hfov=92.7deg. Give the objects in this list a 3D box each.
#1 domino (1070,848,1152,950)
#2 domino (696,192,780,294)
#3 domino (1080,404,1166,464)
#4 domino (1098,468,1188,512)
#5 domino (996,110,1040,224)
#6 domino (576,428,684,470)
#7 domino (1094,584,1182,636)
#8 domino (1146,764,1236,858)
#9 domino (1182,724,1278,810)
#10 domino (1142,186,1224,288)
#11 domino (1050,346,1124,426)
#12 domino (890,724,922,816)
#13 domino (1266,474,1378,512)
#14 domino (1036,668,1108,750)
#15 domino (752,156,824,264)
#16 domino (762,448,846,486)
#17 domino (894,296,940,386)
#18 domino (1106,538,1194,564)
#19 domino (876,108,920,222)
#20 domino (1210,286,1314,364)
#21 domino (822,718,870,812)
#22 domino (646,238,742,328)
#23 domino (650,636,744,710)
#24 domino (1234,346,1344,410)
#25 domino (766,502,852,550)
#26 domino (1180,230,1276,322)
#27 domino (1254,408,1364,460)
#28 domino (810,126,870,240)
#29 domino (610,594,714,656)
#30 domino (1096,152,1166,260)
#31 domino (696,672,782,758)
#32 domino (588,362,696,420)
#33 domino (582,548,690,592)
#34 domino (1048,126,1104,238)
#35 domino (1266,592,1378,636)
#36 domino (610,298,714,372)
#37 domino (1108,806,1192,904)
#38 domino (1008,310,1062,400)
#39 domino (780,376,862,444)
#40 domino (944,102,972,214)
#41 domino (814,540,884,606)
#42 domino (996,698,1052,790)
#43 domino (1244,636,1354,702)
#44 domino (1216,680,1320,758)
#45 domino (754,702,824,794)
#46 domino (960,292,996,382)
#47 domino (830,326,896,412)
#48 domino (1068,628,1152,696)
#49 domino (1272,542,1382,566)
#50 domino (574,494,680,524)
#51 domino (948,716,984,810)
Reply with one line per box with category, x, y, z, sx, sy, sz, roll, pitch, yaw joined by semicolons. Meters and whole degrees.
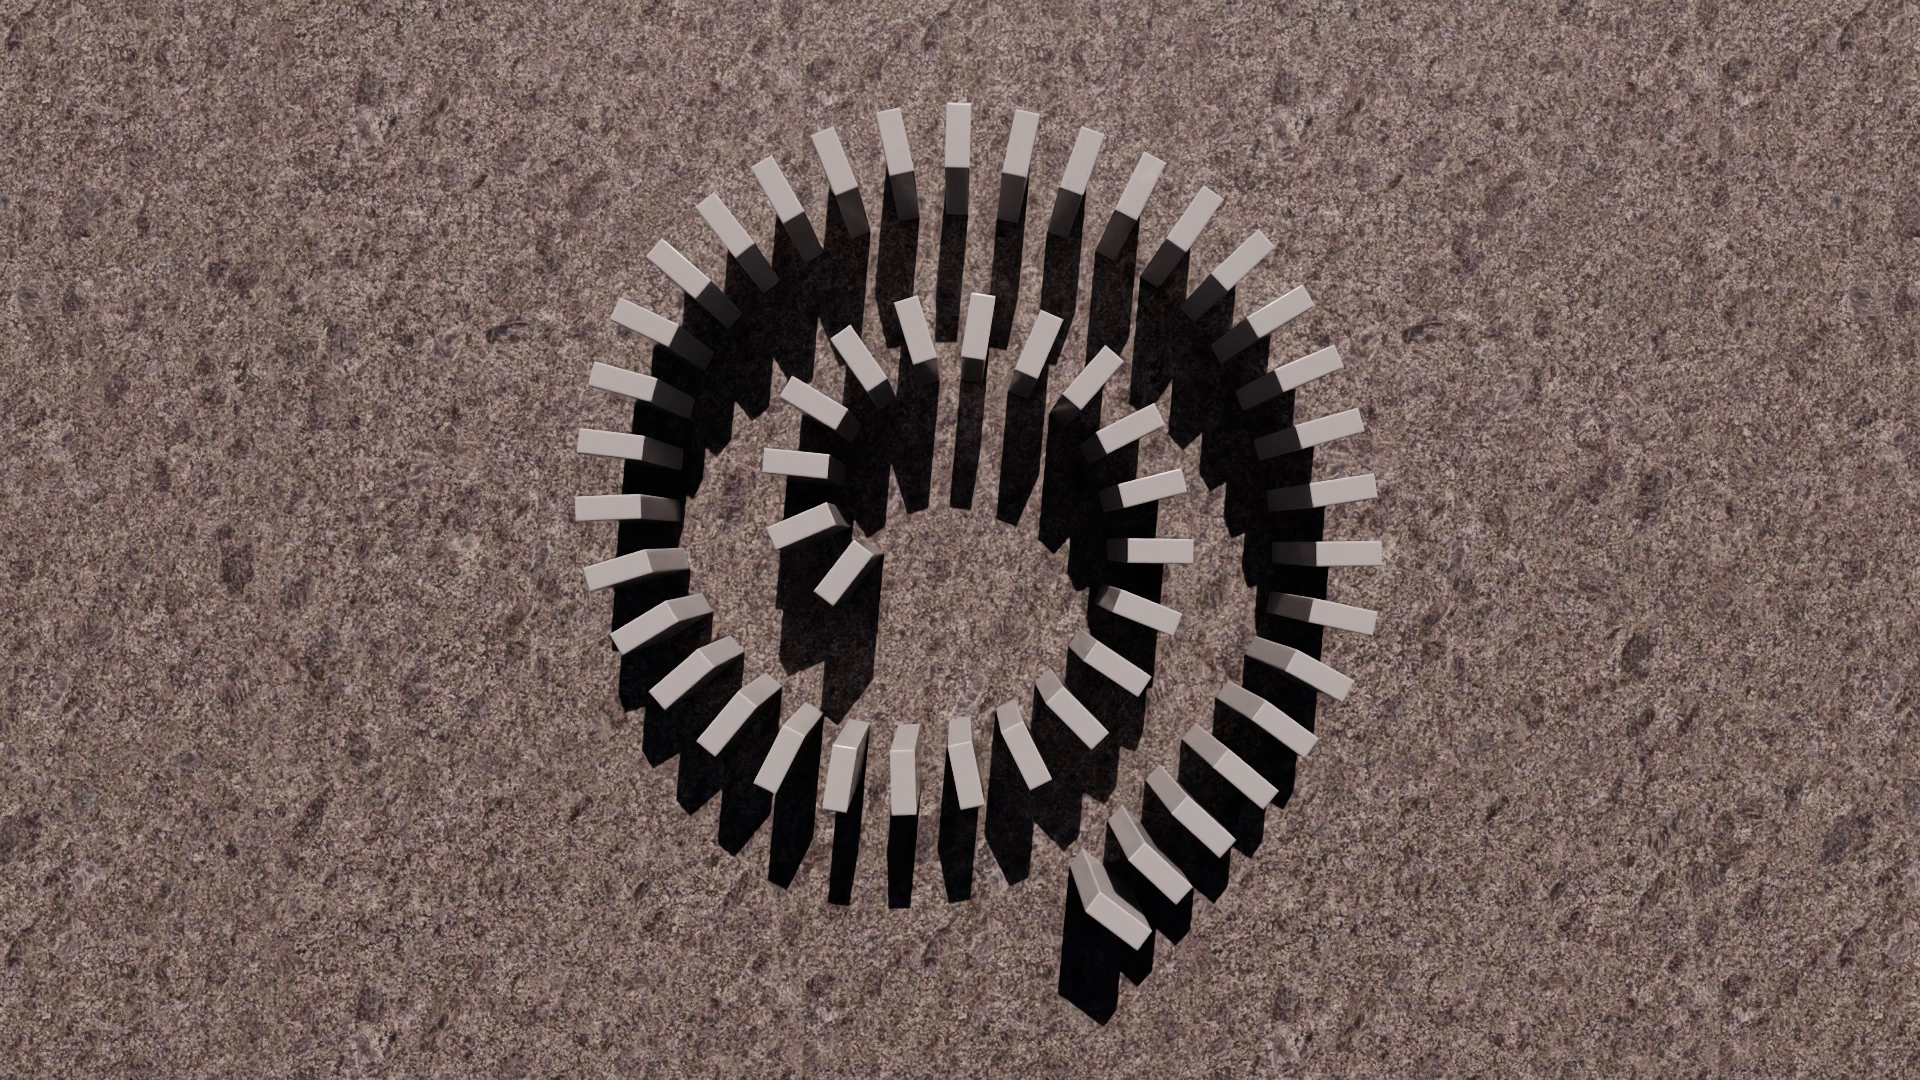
domino;0.061;0.146;0.375;0.025;0.050;0.009;37;90;0
domino;-0.090;-0.120;0.375;0.009;0.050;0.025;-38;90;0
domino;0.065;-0.043;0.375;0.025;0.050;0.010;-27;90;0
domino;0.074;-0.020;0.375;0.025;0.050;0.009;-14;90;0
domino;0.023;-0.152;0.375;0.009;0.050;0.025;12;90;0
domino;-0.134;-0.037;0.375;0.025;0.050;0.009;7;90;0
domino;0.072;0.028;0.375;0.025;0.050;0.009;22;90;0
domino;0.093;0.110;0.375;0.025;0.050;0.010;42;90;0
domino;0.109;0.091;0.375;0.025;0.050;0.009;40;90;0
domino;0.090;-0.123;0.375;0.010;0.050;0.025;35;90;0
domino;0.051;-0.062;0.375;0.009;0.050;0.025;41;90;0
domino;-0.022;0.093;0.375;0.009;0.050;0.025;-2;90;0
domino;0.147;-0.019;0.375;0.025;0.050;0.009;-9;90;0
domino;0.045;0.068;0.375;0.009;0.050;0.025;-45;90;0
domino;-0.070;-0.134;0.375;0.009;0.050;0.025;-30;90;0
domino;-0.063;-0.029;0.375;0.025;0.050;0.010;6;90;0
domino;-0.017;-0.080;0.375;0.010;0.050;0.025;-17;90;0
domino;0.077;0.004;0.375;0.025;0.050;0.009;1;90;0
domino;-0.025;-0.152;0.375;0.009;0.050;0.025;-13;90;0
domino;0.123;-0.087;0.375;0.025;0.050;0.009;-31;90;0
domino;-0.046;0.091;0.375;0.010;0.050;0.025;10;90;0
domino;-0.107;-0.104;0.375;0.025;0.050;0.010;41;90;0
domino;-0.106;0.053;0.375;0.025;0.050;0.009;-41;90;0
domino;0.133;-0.066;0.375;0.025;0.050;0.010;-23;90;0
domino;-0.061;-0.005;0.375;0.025;0.050;0.009;-23;90;0
domino;0.108;-0.107;0.375;0.025;0.050;0.009;-43;90;0
domino;0.141;-0.043;0.375;0.025;0.050;0.009;-16;90;0
domino;-0.048;-0.145;0.375;0.010;0.050;0.025;-22;90;0
domino;-0.121;0.034;0.375;0.025;0.050;0.009;-31;90;0
domino;0.069;-0.135;0.375;0.010;0.050;0.025;27;90;0
domino;-0.089;0.070;0.375;0.009;0.050;0.025;40;90;0
domino;-0.129;-0.060;0.375;0.025;0.050;0.010;15;90;0
domino;-0.131;0.012;0.375;0.025;0.050;0.010;-17;90;0
domino;0.047;-0.145;0.375;0.010;0.050;0.025;20;90;0
domino;0.146;0.029;0.375;0.025;0.050;0.010;12;90;0
domino;-0.121;-0.083;0.375;0.025;0.050;0.010;25;90;0
domino;0.077;0.128;0.375;0.025;0.050;0.009;43;90;0
domino;0.030;-0.075;0.375;0.010;0.050;0.025;24;90;0
domino;-0.056;-0.052;0.375;0.025;0.050;0.010;31;90;0
domino;-0.001;-0.155;0.375;0.009;0.050;0.025;2;90;0
domino;-0.045;0.013;0.375;0.009;0.050;0.025;38;90;0
domino;0.025;0.083;0.375;0.010;0.050;0.025;-27;90;0
domino;0.137;0.052;0.375;0.025;0.050;0.010;29;90;0
domino;0.124;0.072;0.375;0.025;0.050;0.009;36;90;0
domino;-0.069;0.084;0.375;0.009;0.050;0.025;27;90;0
domino;0.007;-0.082;0.375;0.010;0.050;0.025;9;90;0
domino;-0.039;-0.069;0.375;0.009;0.050;0.025;-35;90;0
domino;0.060;0.049;0.375;0.025;0.050;0.010;34;90;0
domino;0.149;0.005;0.375;0.025;0.050;0.009;0;90;0
domino;-0.135;-0.012;0.375;0.025;0.050;0.010;-2;90;0
domino;0.002;0.090;0.375;0.009;0.050;0.025;-12;90;0
